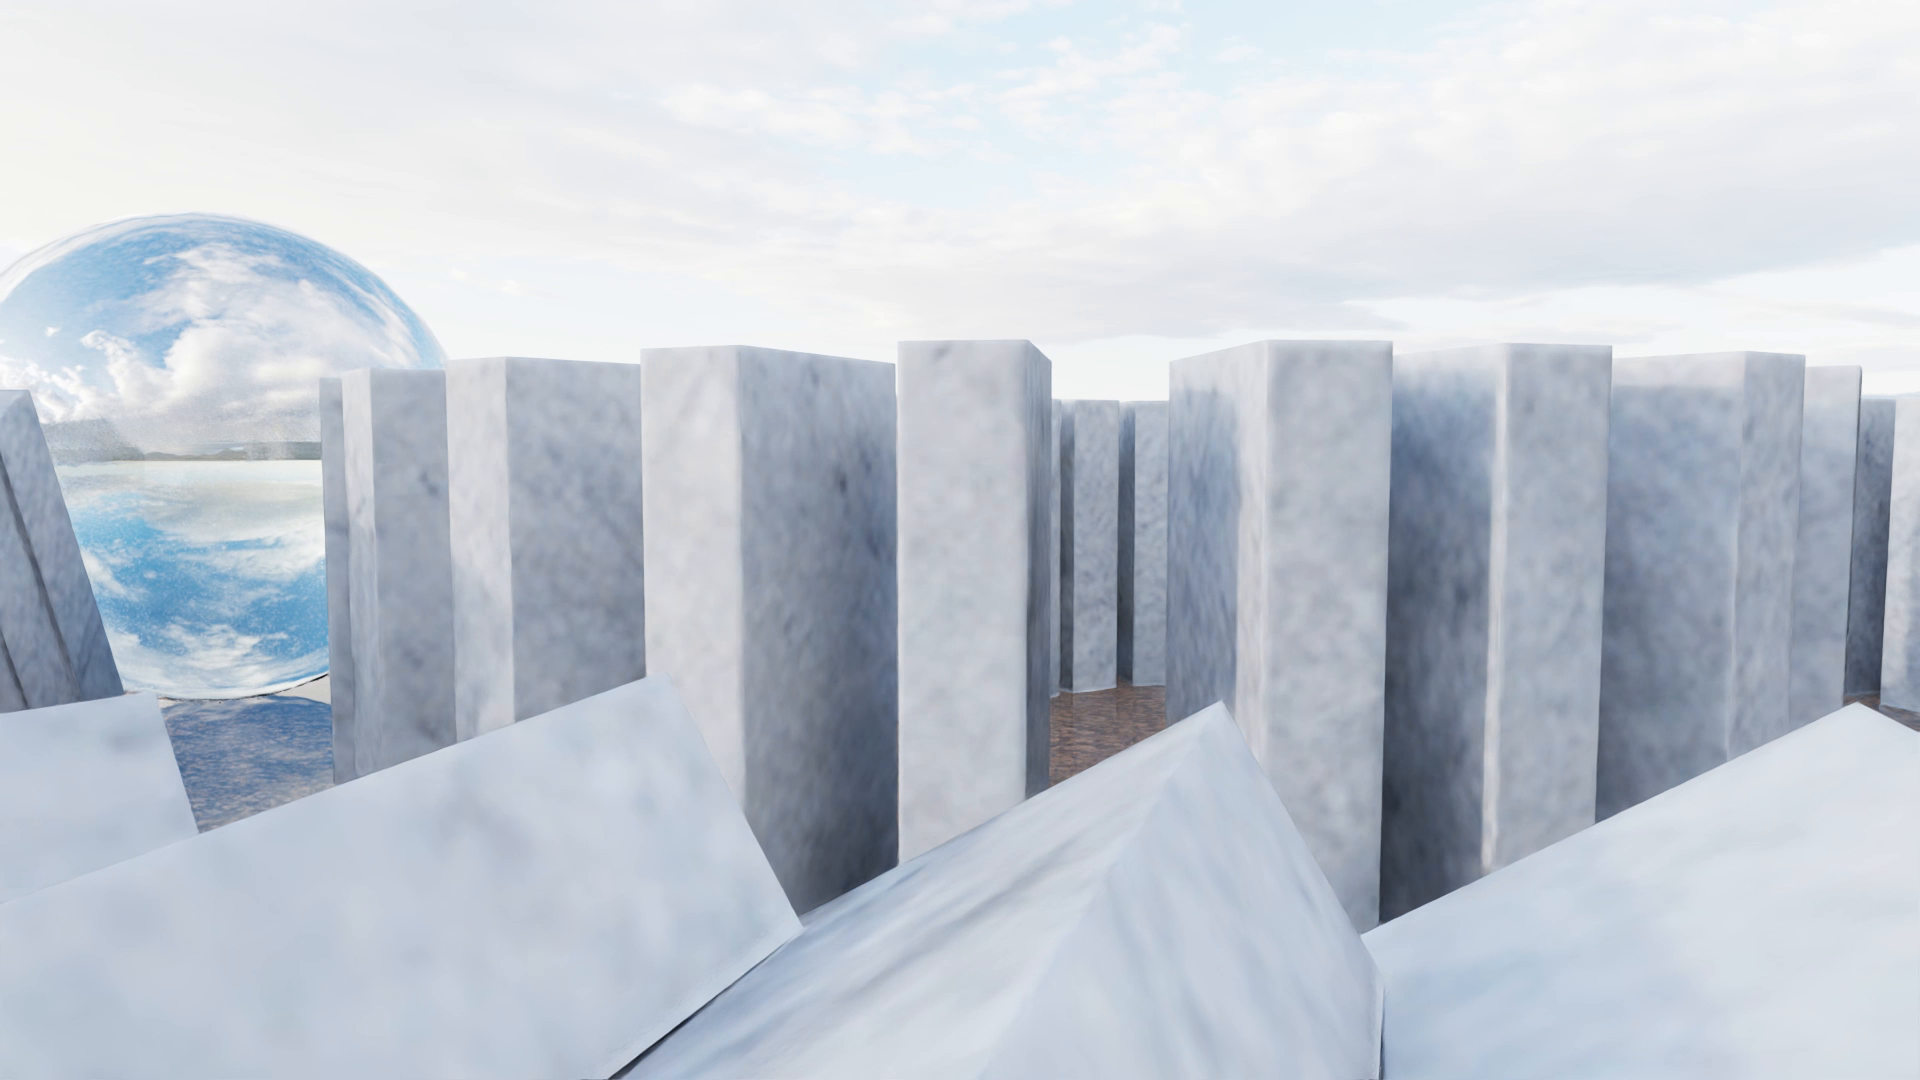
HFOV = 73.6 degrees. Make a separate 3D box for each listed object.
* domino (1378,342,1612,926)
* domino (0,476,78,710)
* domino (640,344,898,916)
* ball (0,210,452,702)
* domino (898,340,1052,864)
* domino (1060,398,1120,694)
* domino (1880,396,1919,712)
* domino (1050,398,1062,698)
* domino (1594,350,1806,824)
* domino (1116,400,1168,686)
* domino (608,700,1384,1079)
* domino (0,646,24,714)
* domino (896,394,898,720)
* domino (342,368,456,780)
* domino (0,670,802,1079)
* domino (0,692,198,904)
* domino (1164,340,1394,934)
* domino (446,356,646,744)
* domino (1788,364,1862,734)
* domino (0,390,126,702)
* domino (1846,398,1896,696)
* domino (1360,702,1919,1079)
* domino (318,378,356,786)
[{"bbox_3d":[0.042,0.009,0.110,0.010,0.050,0.025,-1,4,-16],"label":"domino"},{"bbox_3d":[-0.129,0.006,0.157,0.025,0.050,0.009,-1,29,-8],"label":"domino"},{"bbox_3d":[-0.016,0.009,0.112,0.010,0.050,0.025,2,5,25],"label":"domino"},{"bbox_3d":[-0.122,-0.013,0.212,0.080,0.080,0.080,0,4,0],"label":"ball"},{"bbox_3d":[0.002,0.010,0.107,0.009,0.050,0.025,1,4,8],"label":"domino"},{"bbox_3d":[0.017,0.000,0.230,0.010,0.050,0.025,-3,5,-33],"label":"domino"},{"bbox_3d":[0.164,0.002,0.207,0.025,0.050,0.009,-1,4,-14],"label":"domino"},{"bbox_3d":[0.004,0.001,0.219,0.025,0.050,0.009,3,5,36],"label":"domino"},{"bbox_3d":[0.061,0.009,0.118,0.010,0.050,0.025,-3,5,-31],"label":"domino"},{"bbox_3d":[0.033,0.000,0.237,0.009,0.050,0.025,-1,4,-8],"label":"domino"},{"bbox_3d":[-0.014,0.023,0.036,0.050,0.009,0.025,-31,-5,20],"label":"domino"},{"bbox_3d":[-0.128,0.007,0.146,0.025,0.050,0.010,-1,29,-8],"label":"domino"},{"bbox_3d":[0.000,0.002,0.201,0.025,0.050,0.010,0,4,0],"label":"domino"},{"bbox_3d":[-0.052,0.007,0.140,0.025,0.050,0.010,-4,6,-41],"label":"domino"},{"bbox_3d":[-0.032,0.022,0.041,0.050,0.010,0.025,-32,-6,24],"label":"domino"},{"bbox_3d":[-0.053,0.022,0.050,0.050,0.010,0.025,-33,-14,31],"label":"domino"},{"bbox_3d":[0.025,0.010,0.107,0.010,0.050,0.025,-1,4,-7],"label":"domino"},{"bbox_3d":[-0.035,0.008,0.124,0.010,0.050,0.025,3,5,38],"label":"domino"},{"bbox_3d":[0.078,0.007,0.135,0.025,0.050,0.009,3,5,36],"label":"domino"},{"bbox_3d":[-0.130,0.005,0.167,0.025,0.050,0.009,-1,29,-8],"label":"domino"},{"bbox_3d":[0.158,0.001,0.223,0.025,0.050,0.010,-2,5,-22],"label":"domino"},{"bbox_3d":[0.005,0.023,0.032,0.050,0.010,0.025,-31,-2,14],"label":"domino"},{"bbox_3d":[-0.064,0.006,0.157,0.025,0.050,0.010,-2,5,-27],"label":"domino"}]
